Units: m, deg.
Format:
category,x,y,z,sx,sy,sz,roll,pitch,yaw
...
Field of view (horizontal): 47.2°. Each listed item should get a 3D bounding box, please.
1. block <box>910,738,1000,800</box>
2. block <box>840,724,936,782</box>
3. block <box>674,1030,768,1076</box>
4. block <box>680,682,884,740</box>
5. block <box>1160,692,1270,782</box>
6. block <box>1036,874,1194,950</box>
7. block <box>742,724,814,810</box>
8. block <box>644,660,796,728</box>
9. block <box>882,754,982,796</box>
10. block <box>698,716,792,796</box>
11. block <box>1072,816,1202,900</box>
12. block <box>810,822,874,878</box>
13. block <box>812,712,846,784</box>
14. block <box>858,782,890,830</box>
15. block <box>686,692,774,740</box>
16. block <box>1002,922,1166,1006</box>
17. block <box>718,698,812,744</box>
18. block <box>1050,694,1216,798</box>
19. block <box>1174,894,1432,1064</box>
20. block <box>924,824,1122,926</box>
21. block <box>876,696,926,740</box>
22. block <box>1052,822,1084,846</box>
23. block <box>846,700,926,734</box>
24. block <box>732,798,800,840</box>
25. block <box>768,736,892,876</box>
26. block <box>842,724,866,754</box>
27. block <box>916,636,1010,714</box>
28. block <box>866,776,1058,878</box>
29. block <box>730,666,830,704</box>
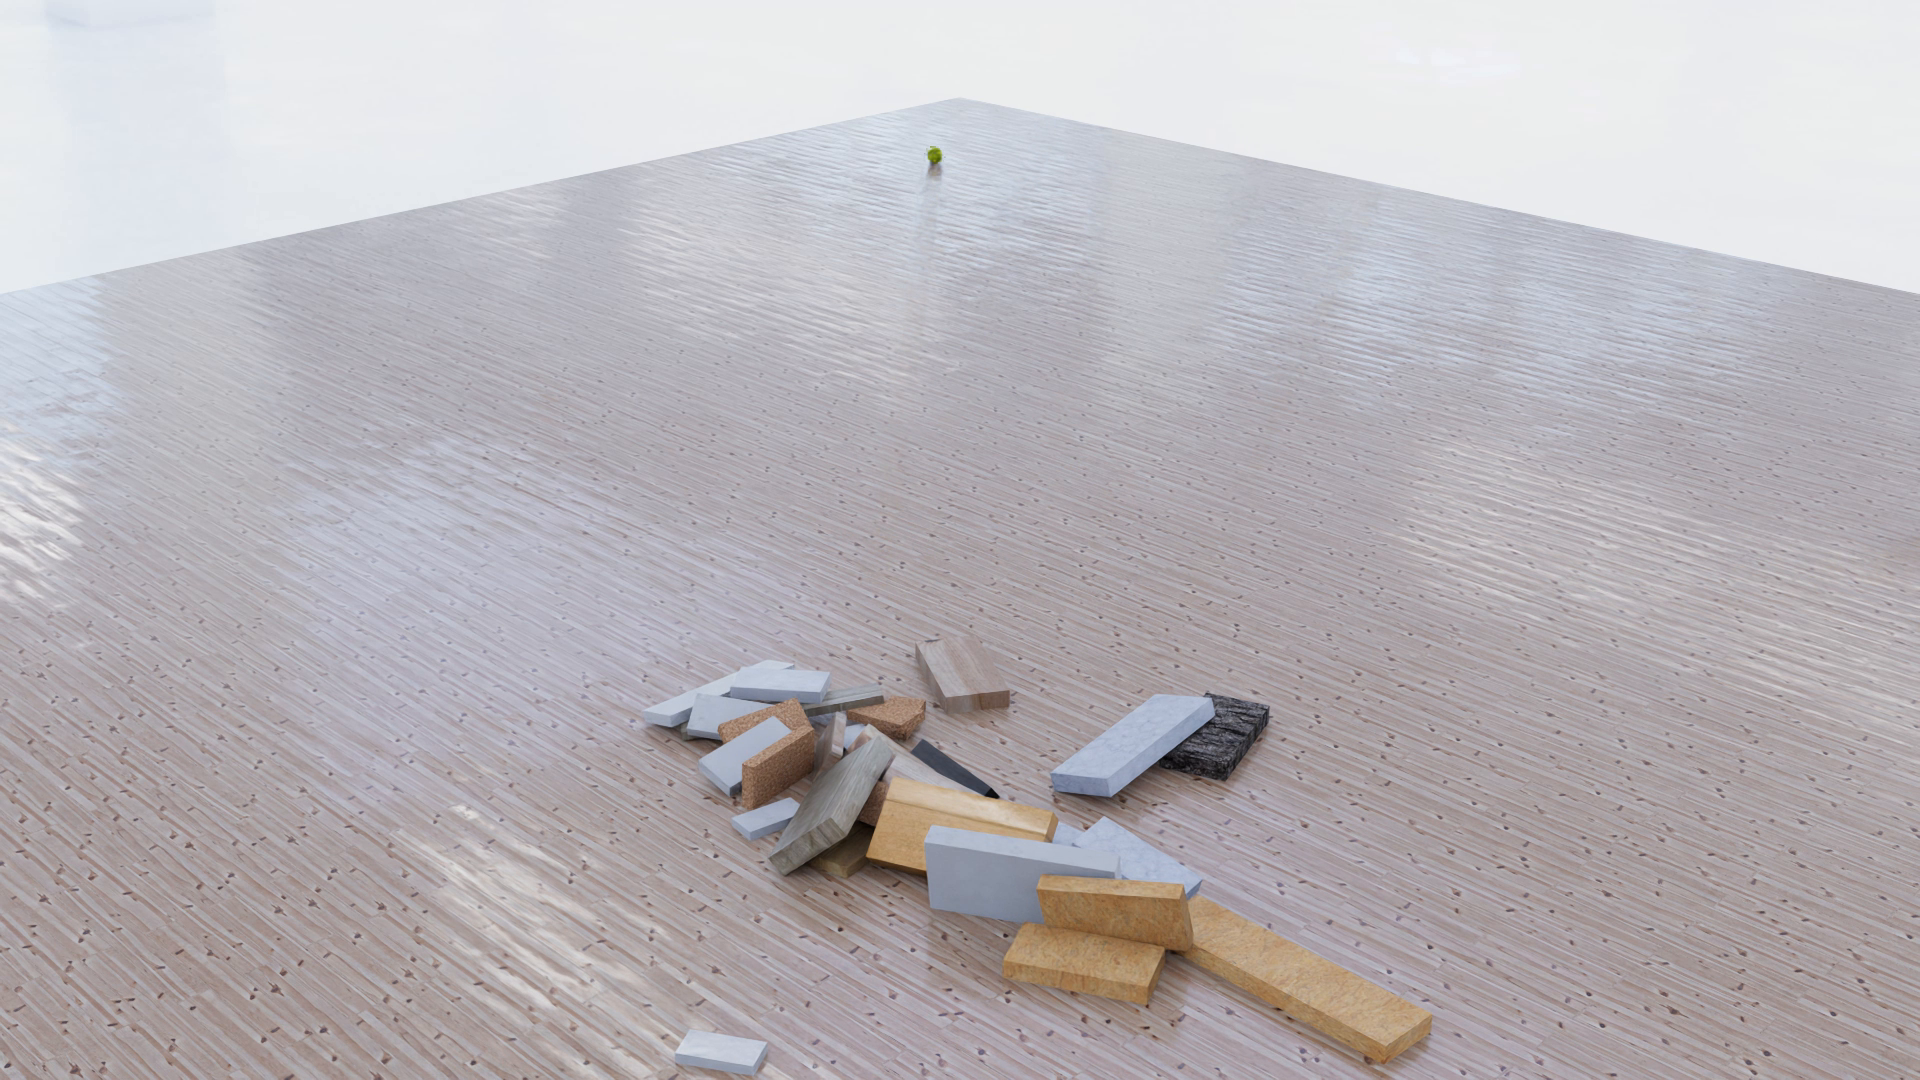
category,x,y,z,sx,sy,sz,roll,pitch,yaw
block,-0.039,0.505,4.439,0.124,0.035,0.247,-48,39,-10
block,-0.151,0.479,4.497,0.124,0.035,0.248,-49,40,-9
block,-0.402,0.863,3.702,0.140,0.020,0.070,6,24,14
block,-0.389,0.373,4.797,0.444,0.020,0.070,-10,22,-9
block,0.548,0.420,4.718,0.146,0.041,0.292,10,25,23
block,0.280,0.671,3.963,0.265,0.132,0.037,1,37,20
block,-0.373,0.468,4.527,0.029,0.101,0.203,17,28,30
block,-0.532,0.339,4.895,0.092,0.026,0.367,6,20,43
block,-0.052,0.528,4.344,0.247,0.035,0.124,23,73,31
block,-0.434,0.450,4.590,0.202,0.029,0.101,-30,52,-34
block,0.331,0.616,4.149,0.228,0.032,0.114,31,36,24
block,-0.203,0.602,4.311,0.088,0.025,0.176,15,27,31
block,-0.274,0.439,4.612,0.025,0.088,0.176,28,20,-11
block,-0.107,0.543,4.321,0.176,0.025,0.088,17,70,29
block,-0.486,0.388,4.733,0.184,0.026,0.092,9,54,5
block,0.222,0.755,3.933,0.265,0.037,0.132,7,24,17
block,-0.413,0.408,4.685,0.184,0.026,0.092,-18,63,-25
block,0.367,0.428,4.626,0.146,0.041,0.397,1,22,41
block,0.578,0.771,3.896,0.132,0.037,0.525,-20,30,-39
block,0.118,0.630,4.053,0.359,0.168,0.048,7,36,16
block,-0.134,0.389,4.814,0.079,0.022,0.157,6,24,13
block,0.178,0.590,4.247,0.228,0.032,0.114,19,30,38
block,-0.162,0.380,4.774,0.157,0.022,0.079,11,27,38
block,-0.381,0.560,4.417,0.140,0.020,0.070,-16,28,-34
block,-0.253,0.522,4.345,0.168,0.048,0.337,-35,10,25
block,-0.212,0.442,4.691,0.079,0.022,0.157,-11,25,-24
block,0.003,0.303,4.993,0.146,0.041,0.292,-6,24,-13
block,0.004,0.573,4.220,0.337,0.048,0.168,10,67,23
block,-0.395,0.320,4.844,0.202,0.029,0.101,3,23,9
